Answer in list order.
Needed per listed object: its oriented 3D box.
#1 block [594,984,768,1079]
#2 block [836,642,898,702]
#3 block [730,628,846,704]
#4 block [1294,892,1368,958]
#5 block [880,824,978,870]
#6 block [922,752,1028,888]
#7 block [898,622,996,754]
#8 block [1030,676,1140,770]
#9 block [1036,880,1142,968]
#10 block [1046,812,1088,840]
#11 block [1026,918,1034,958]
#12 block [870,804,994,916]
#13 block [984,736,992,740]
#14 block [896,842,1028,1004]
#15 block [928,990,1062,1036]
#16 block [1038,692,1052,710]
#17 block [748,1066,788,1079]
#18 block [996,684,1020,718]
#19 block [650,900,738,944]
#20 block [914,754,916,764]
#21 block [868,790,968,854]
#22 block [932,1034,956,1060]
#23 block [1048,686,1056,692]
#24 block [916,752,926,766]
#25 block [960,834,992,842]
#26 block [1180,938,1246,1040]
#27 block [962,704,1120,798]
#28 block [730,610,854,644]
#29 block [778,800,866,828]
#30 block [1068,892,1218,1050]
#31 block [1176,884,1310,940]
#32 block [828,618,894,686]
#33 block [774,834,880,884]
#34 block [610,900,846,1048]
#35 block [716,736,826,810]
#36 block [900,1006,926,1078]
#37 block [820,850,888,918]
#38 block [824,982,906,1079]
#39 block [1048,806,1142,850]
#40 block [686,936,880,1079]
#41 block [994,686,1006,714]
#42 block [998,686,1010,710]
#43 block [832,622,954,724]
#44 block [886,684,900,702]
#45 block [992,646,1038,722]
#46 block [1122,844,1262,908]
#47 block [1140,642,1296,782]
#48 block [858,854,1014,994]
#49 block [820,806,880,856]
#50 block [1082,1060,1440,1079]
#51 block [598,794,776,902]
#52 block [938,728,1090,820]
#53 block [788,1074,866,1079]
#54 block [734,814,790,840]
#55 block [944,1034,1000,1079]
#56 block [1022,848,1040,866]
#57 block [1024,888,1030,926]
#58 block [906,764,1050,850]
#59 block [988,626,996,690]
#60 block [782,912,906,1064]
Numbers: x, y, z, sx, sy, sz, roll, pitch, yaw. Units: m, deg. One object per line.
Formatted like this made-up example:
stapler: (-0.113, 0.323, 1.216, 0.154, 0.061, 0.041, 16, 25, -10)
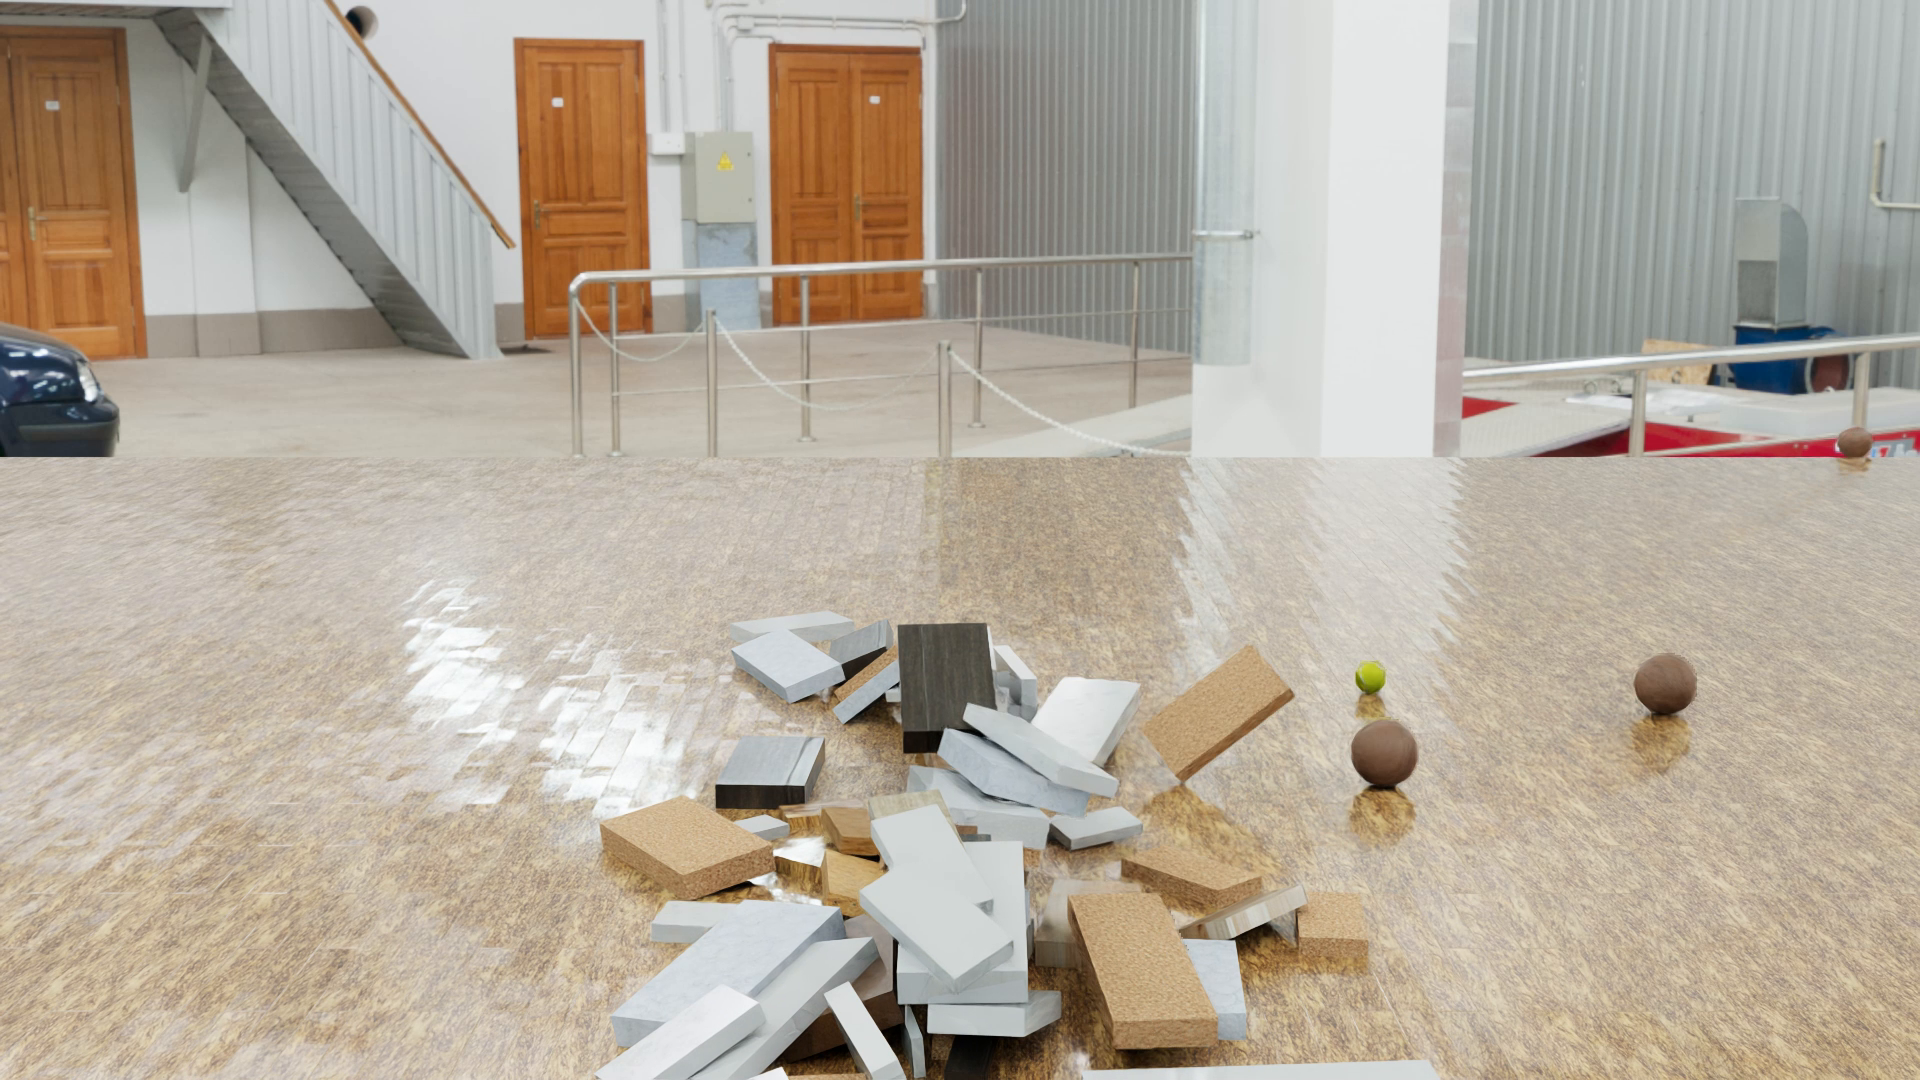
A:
block: (-0.368, 0.669, 2.899, 0.211, 0.030, 0.105, -32, 21, -28)
block: (-0.160, 0.279, 4.870, 0.238, 0.034, 0.119, -38, -12, 32)
block: (-0.401, 0.286, 5.085, 0.139, 0.039, 0.406, -23, 18, -18)
block: (0.588, 0.608, 3.489, 0.105, 0.030, 0.211, 1, 11, 7)
block: (-0.051, 0.478, 3.409, 0.108, 0.031, 0.216, 5, -20, -12)
block: (0.018, 0.455, 3.861, 0.112, 0.032, 0.514, 7, 22, -12)
block: (-0.025, 0.272, 4.097, 0.172, 0.049, 0.344, -1, 32, -3)
block: (0.240, 0.385, 4.504, 0.168, 0.048, 0.458, 4, 17, 16)
block: (0.206, 0.605, 3.476, 0.142, 0.040, 0.283, 2, 11, 8)
block: (0.184, 0.515, 3.985, 0.048, 0.014, 0.096, 7, 24, 39)
block: (0.016, 0.592, 3.249, 0.172, 0.049, 0.345, 0, -7, 4)
block: (-0.041, 0.456, 3.070, 0.102, 0.029, 0.203, -13, 39, -20)
block: (0.057, 0.370, 3.923, 0.048, 0.014, 0.096, 19, -30, -18)
block: (0.005, 0.528, 3.065, 0.172, 0.049, 0.345, -1, 22, 1)
block: (0.051, 0.646, 3.015, 0.130, 0.037, 0.261, -1, -7, 13)
block: (0.179, 0.377, 4.724, 0.119, 0.034, 0.238, -3, 11, -18)
block: (-0.241, 0.716, 2.642, 0.119, 0.034, 0.239, -17, 15, -14)
block: (0.019, 0.340, 4.678, 0.144, 0.041, 0.289, -2, 10, -13)
block: (-0.373, 0.609, 3.484, 0.211, 0.030, 0.105, 2, 11, 8)
block: (-0.004, 0.421, 4.190, 0.161, 0.046, 0.322, -1, 22, -3)
block: (-0.060, 0.434, 3.192, 0.108, 0.031, 0.216, -6, 24, -11)
block: (-0.009, 0.694, 3.066, 0.056, 0.016, 0.112, 0, 11, 1)
block: (0.246, 0.354, 4.884, 0.075, 0.021, 0.150, -1, 11, -7)
block: (-0.001, 0.448, 4.001, 0.161, 0.046, 0.322, 0, 24, 0)
block: (-0.011, 0.486, 3.336, 0.113, 0.032, 0.225, 1, -20, 0)
block: (0.339, 0.654, 3.216, 0.142, 0.040, 0.283, 1, 11, 4)
block: (0.131, 0.354, 3.732, 0.109, 0.031, 0.432, 17, 3, -22)
block: (-0.420, 0.225, 5.525, 0.278, 0.039, 0.139, -6, 12, -31)
block: (-0.253, 0.506, 4.062, 0.150, 0.021, 0.075, -3, 11, -16)
block: (0.257, 0.617, 3.193, 0.142, 0.040, 0.497, -1, 11, -4)
block: (0.443, 0.592, 3.456, 0.109, 0.031, 0.218, -24, -8, 42)
block: (-0.233, 0.262, 5.173, 0.147, 0.042, 0.294, -23, 10, 3)
block: (-0.213, 0.546, 3.826, 0.105, 0.030, 0.211, 8, 13, 36)
block: (-0.326, 0.622, 3.148, 0.171, 0.049, 0.343, -1, 19, 30)
block: (-0.366, 0.451, 4.286, 0.168, 0.048, 0.337, 1, 11, 3)
block: (-0.065, 0.684, 3.003, 0.016, 0.056, 0.112, -6, 11, -9)
block: (-0.170, 0.570, 3.613, 0.108, 0.031, 0.216, 16, 9, -8)
block: (-0.105, 0.678, 2.827, 0.037, 0.131, 0.261, -25, 16, -11)
block: (0.243, 0.515, 3.935, 0.150, 0.021, 0.075, -9, 23, -27)
block: (-0.253, 0.652, 2.990, 0.105, 0.030, 0.395, -12, 14, 32)
block: (-0.003, 0.317, 4.333, 0.161, 0.046, 0.322, -1, -1, -3)
block: (0.058, 0.352, 4.507, 0.075, 0.021, 0.150, 7, 33, 1)
block: (-0.134, 0.286, 4.724, 0.285, 0.040, 0.143, -38, -6, 24)
block: (-0.073, 0.320, 4.634, 0.150, 0.021, 0.075, -2, 14, 29)
block: (0.115, 0.315, 4.651, 0.034, 0.119, 0.238, -4, 15, -13)
block: (0.389, 0.567, 3.711, 0.109, 0.031, 0.218, -9, 14, -41)
block: (0.504, 0.338, 4.316, 0.278, 0.039, 0.139, -38, 49, 1)
block: (-0.032, 0.512, 2.945, 0.102, 0.029, 0.203, -29, 46, -28)
block: (-0.172, 0.506, 3.819, 0.105, 0.030, 0.211, 5, 6, -14)
block: (0.393, 0.727, 2.798, 0.459, 0.049, 0.171, -1, 11, -4)
block: (-0.475, 0.529, 3.804, 0.168, 0.048, 0.337, -16, 17, -30)
block: (0.087, 0.391, 3.712, 0.172, 0.049, 0.344, 16, 1, -14)
block: (-0.162, 0.732, 2.717, 0.119, 0.034, 0.238, 1, 13, -11)
block: (-0.390, 0.527, 3.951, 0.150, 0.021, 0.075, -9, 14, -39)
block: (0.016, 0.697, 2.985, 0.056, 0.016, 0.112, 4, 22, 9)
block: (0.032, 0.499, 3.534, 0.102, 0.029, 0.203, 10, -8, -29)
block: (0.011, 0.561, 3.410, 0.172, 0.049, 0.345, 1, -7, -2)
block: (0.024, 0.438, 3.629, 0.172, 0.049, 0.387, 8, 3, -9)
block: (-0.005, 0.236, 4.388, 0.143, 0.040, 0.285, -2, 15, -2)
block: (-0.168, 0.631, 3.159, 0.171, 0.049, 0.343, -20, 10, 2)
